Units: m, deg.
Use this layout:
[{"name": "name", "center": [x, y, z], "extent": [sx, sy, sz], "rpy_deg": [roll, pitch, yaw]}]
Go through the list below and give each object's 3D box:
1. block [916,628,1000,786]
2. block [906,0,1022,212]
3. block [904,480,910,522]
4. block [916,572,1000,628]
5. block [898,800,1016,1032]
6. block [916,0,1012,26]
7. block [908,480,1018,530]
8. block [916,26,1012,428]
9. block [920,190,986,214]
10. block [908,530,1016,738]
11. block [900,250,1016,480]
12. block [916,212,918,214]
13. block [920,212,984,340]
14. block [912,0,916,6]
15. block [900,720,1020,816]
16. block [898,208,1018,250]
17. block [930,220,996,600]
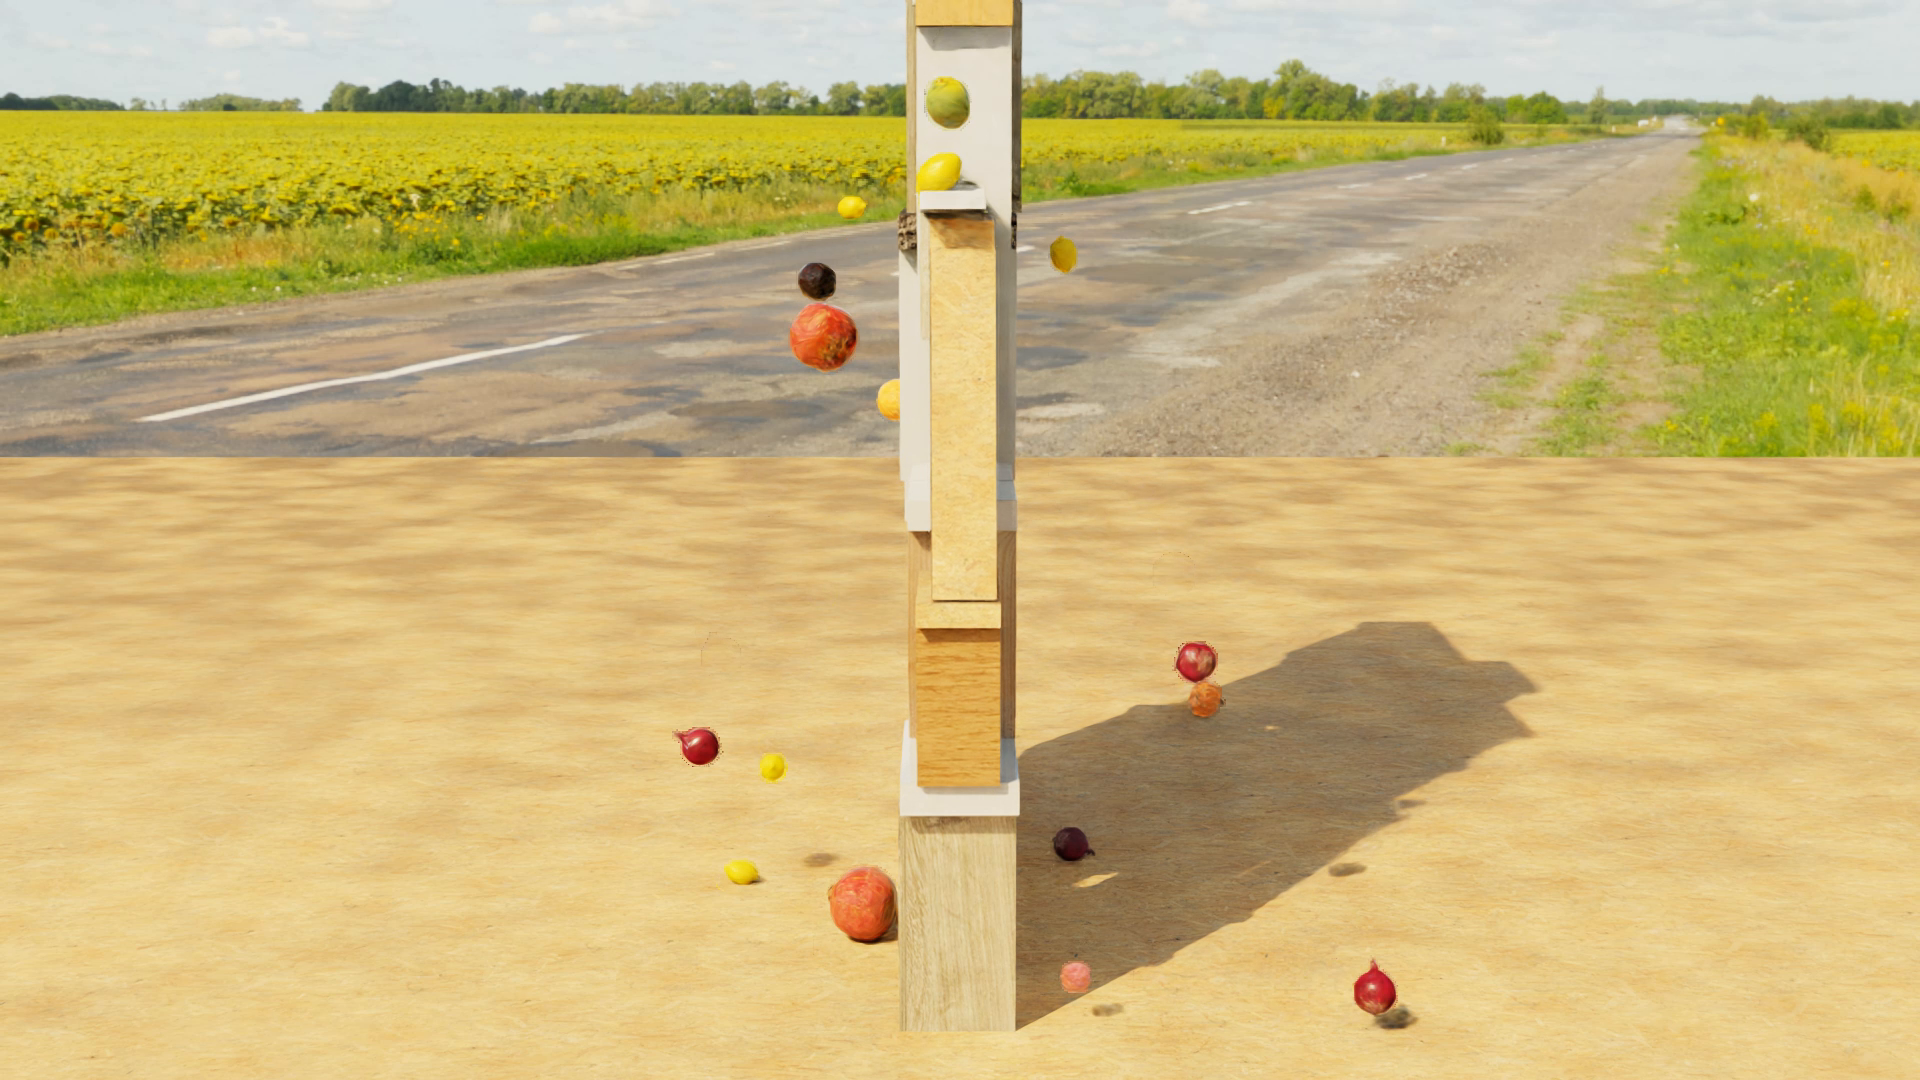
[{"name": "block", "center": [-0.002, 0.221, 2.987], "extent": [0.113, 0.226, 0.032], "rpy_deg": [0, 11, 0]}, {"name": "block", "center": [0.006, -0.666, 3.302], "extent": [0.172, 0.345, 0.049], "rpy_deg": [0, 10, 1]}, {"name": "block", "center": [-0.002, -0.256, 3.543], "extent": [0.174, 0.450, 0.049], "rpy_deg": [0, 10, 0]}, {"name": "block", "center": [-0.002, 0.081, 3.037], "extent": [0.113, 0.032, 0.226], "rpy_deg": [0, 11, 0]}, {"name": "block", "center": [-0.004, 0.529, 3.100], "extent": [0.164, 0.328, 0.046], "rpy_deg": [0, 11, 0]}, {"name": "block", "center": [0.003, -0.738, 3.101], "extent": [0.130, 0.037, 0.261], "rpy_deg": [0, 10, -1]}, {"name": "block", "center": [0.002, -0.064, 3.296], "extent": [0.157, 0.044, 0.314], "rpy_deg": [0, 11, 0]}, {"name": "block", "center": [0.006, -0.433, 3.069], "extent": [0.130, 0.553, 0.037], "rpy_deg": [0, 10, 1]}, {"name": "block", "center": [-0.010, -0.455, 2.958], "extent": [0.086, 0.024, 0.172], "rpy_deg": [-1, 7, 0]}, {"name": "block", "center": [0.003, 0.132, 3.223], "extent": [0.157, 0.314, 0.044], "rpy_deg": [0, 10, 0]}, {"name": "block", "center": [-0.003, -0.265, 3.306], "extent": [0.174, 0.347, 0.049], "rpy_deg": [0, 10, 0]}, {"name": "block", "center": [0.002, -0.608, 3.215], "extent": [0.131, 0.261, 0.037], "rpy_deg": [-1, 10, -5]}, {"name": "block", "center": [-0.010, -0.363, 3.024], "extent": [0.086, 0.172, 0.024], "rpy_deg": [-1, -3, 4]}, {"name": "block", "center": [-0.004, -0.896, 3.146], "extent": [0.128, 0.256, 0.036], "rpy_deg": [0, 10, -1]}, {"name": "block", "center": [-0.001, 0.325, 3.173], "extent": [0.164, 0.046, 0.328], "rpy_deg": [0, 11, 0]}, {"name": "block", "center": [-0.003, -0.481, 3.384], "extent": [0.174, 0.049, 0.347], "rpy_deg": [0, 10, 0]}, {"name": "block", "center": [0.004, -0.174, 2.942], "extent": [0.086, 0.506, 0.024], "rpy_deg": [0, 0, -4]}]
